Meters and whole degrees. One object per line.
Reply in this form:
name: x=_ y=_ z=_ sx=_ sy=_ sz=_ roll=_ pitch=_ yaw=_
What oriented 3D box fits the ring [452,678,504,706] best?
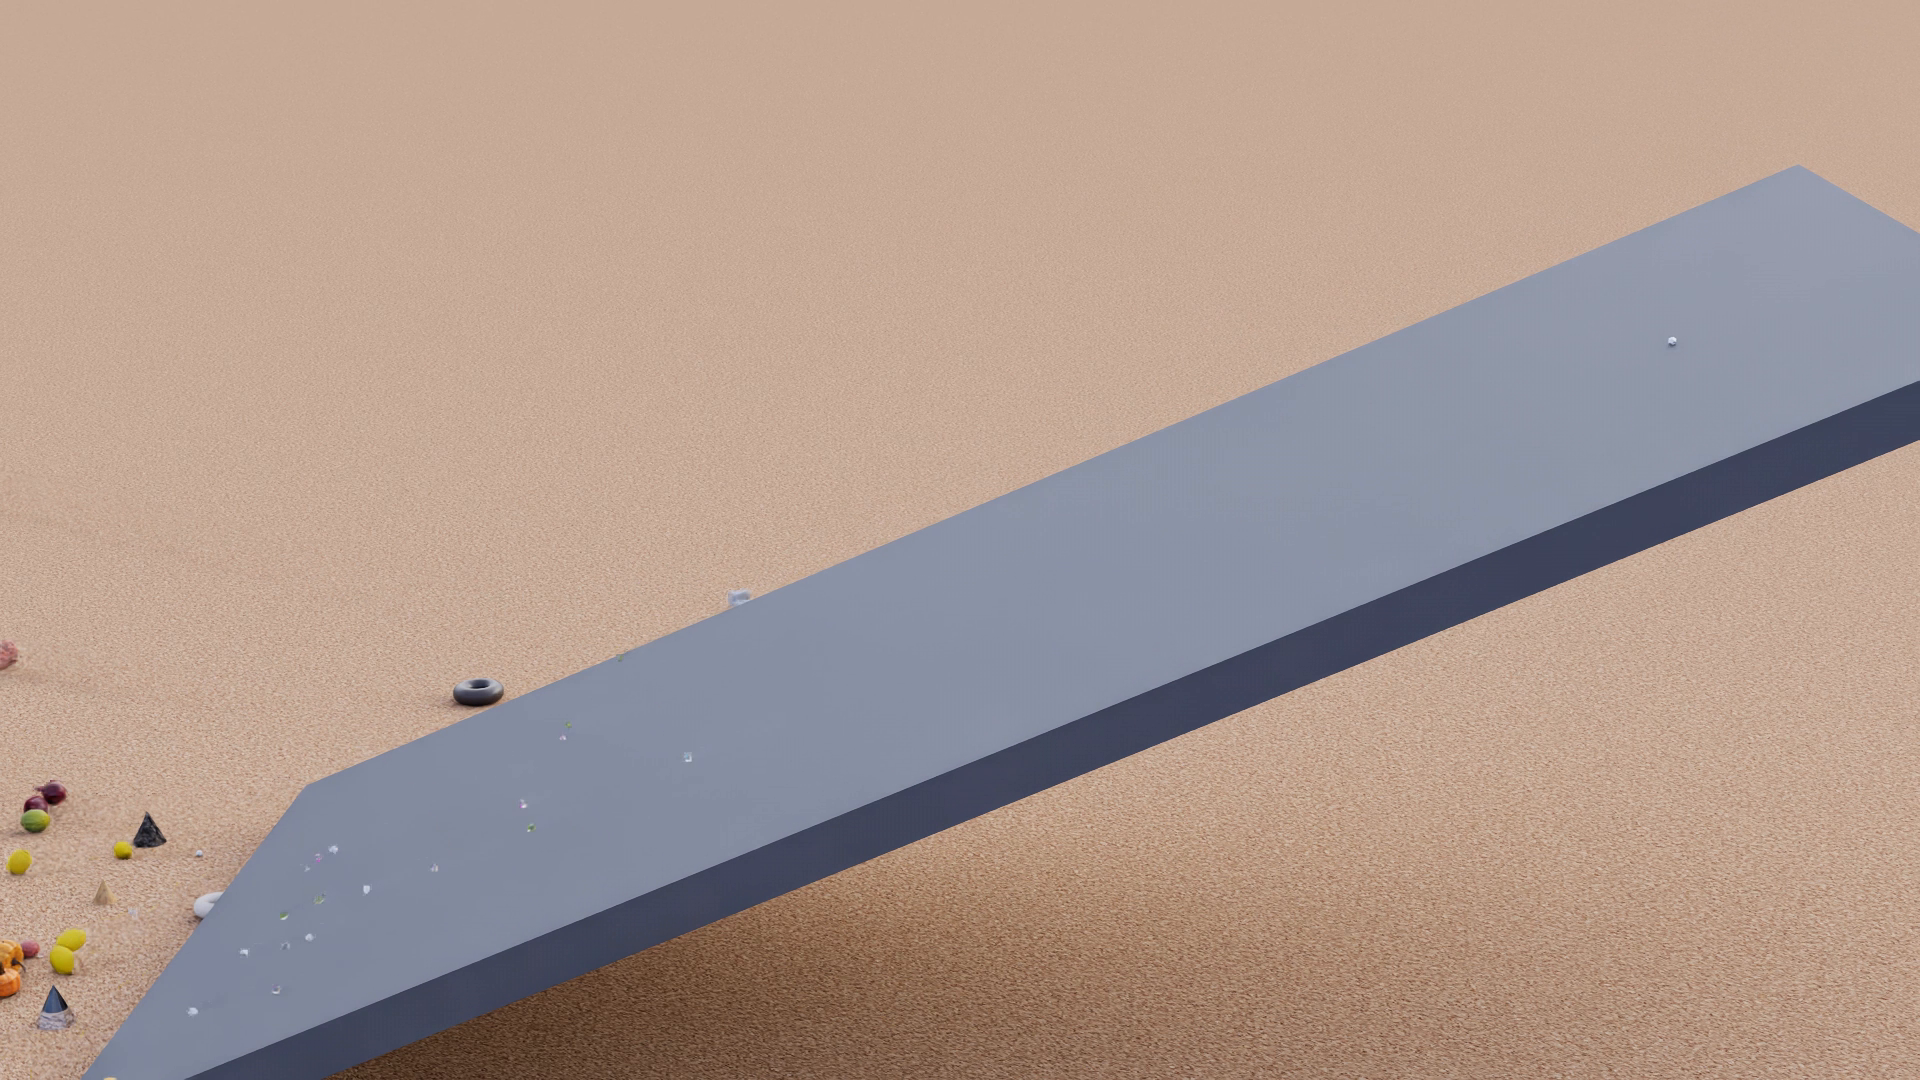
ring: x=-1.391 y=0.439 z=8.501 sx=0.148 sy=0.049 sz=0.148 roll=-1 pitch=16 yaw=0

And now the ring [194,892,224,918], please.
ring: x=-1.744 y=0.862 z=6.925 sx=0.118 sy=0.039 sz=0.118 roll=0 pitch=13 yaw=0

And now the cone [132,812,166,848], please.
cone: x=-2.036 y=0.719 z=7.378 sx=0.083 sy=0.083 sz=0.083 roll=0 pitch=15 yaw=0

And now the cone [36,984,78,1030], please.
cone: x=-1.947 y=0.996 z=6.325 sx=0.088 sy=0.088 sz=0.088 roll=0 pitch=15 yaw=0

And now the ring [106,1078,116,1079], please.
ring: x=-1.652 y=1.065 z=5.627 sx=0.101 sy=0.034 sz=0.101 roll=-22 pitch=14 yaw=6

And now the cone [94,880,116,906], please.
cone: x=-2.037 y=0.833 z=7.002 sx=0.056 sy=0.056 sz=0.056 roll=0 pitch=15 yaw=0

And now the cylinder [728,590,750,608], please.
cylinder: x=-0.709 y=0.190 z=9.429 sx=0.052 sy=0.052 sz=0.052 roll=-7 pitch=16 yaw=-25

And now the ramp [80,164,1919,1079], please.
ramp: x=0.131 y=0.171 z=6.285 sx=4.000 sy=0.100 sz=2.000 roll=-23 pitch=13 yaw=8

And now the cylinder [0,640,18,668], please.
cylinder: x=-2.872 y=0.346 z=8.793 sx=0.077 sy=0.077 sz=0.077 roll=7 pitch=16 yaw=24
